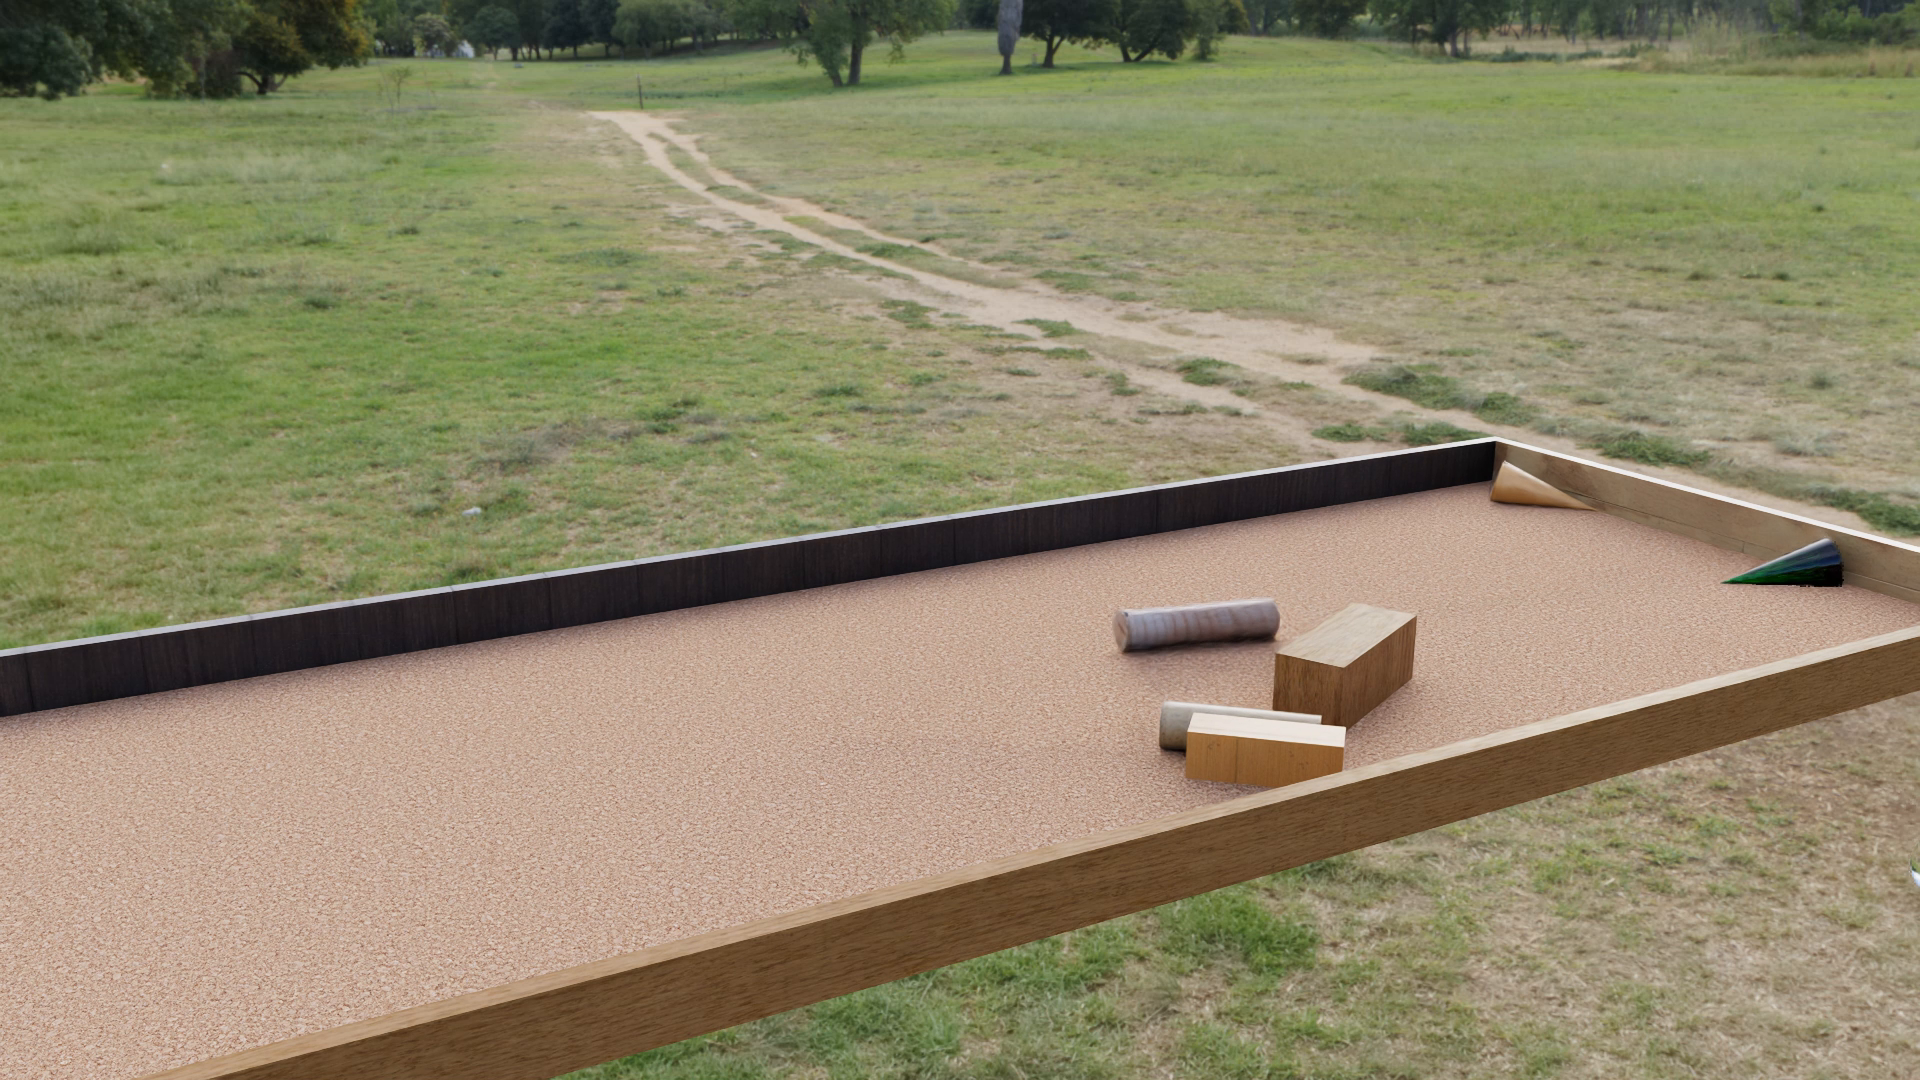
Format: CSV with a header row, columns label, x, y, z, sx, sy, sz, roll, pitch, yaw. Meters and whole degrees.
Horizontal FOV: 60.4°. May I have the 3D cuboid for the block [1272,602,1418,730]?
label,x,y,z,sx,sy,sz,roll,pitch,yaw
block,0.940,0.307,4.011,0.170,0.170,0.457,11,20,34

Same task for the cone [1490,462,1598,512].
label,x,y,z,sx,sy,sz,roll,pitch,yaw
cone,2.050,-0.154,5.752,0.354,0.146,0.146,20,23,21

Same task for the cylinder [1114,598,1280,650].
label,x,y,z,sx,sy,sz,roll,pitch,yaw
cylinder,0.633,0.225,4.408,0.434,0.102,0.102,-4,17,-15

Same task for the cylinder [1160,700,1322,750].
label,x,y,z,sx,sy,sz,roll,pitch,yaw
cylinder,0.629,0.430,3.702,0.350,0.108,0.108,4,17,14

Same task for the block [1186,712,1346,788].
label,x,y,z,sx,sy,sz,roll,pitch,yaw
block,0.664,0.463,3.584,0.330,0.110,0.110,4,17,14

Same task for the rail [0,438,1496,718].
label,x,y,z,sx,sy,sz,roll,pitch,yaw
rail,-3.305,0.497,3.399,12.000,0.150,0.050,-9,18,-27

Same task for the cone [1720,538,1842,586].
label,x,y,z,sx,sy,sz,roll,pitch,yaw
cone,2.421,0.096,4.898,0.318,0.148,0.148,-12,15,7

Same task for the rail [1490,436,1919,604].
label,x,y,z,sx,sy,sz,roll,pitch,yaw
rail,2.466,-0.048,5.253,0.050,0.150,2.100,-9,18,-27

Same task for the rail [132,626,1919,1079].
label,x,y,z,sx,sy,sz,roll,pitch,yaw
rail,-2.336,1.006,1.665,12.000,0.150,0.050,-9,18,-27

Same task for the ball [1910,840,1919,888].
label,x,y,z,sx,sy,sz,roll,pitch,yaw
ball,4.741,1.559,7.857,0.373,0.373,0.373,0,16,0
